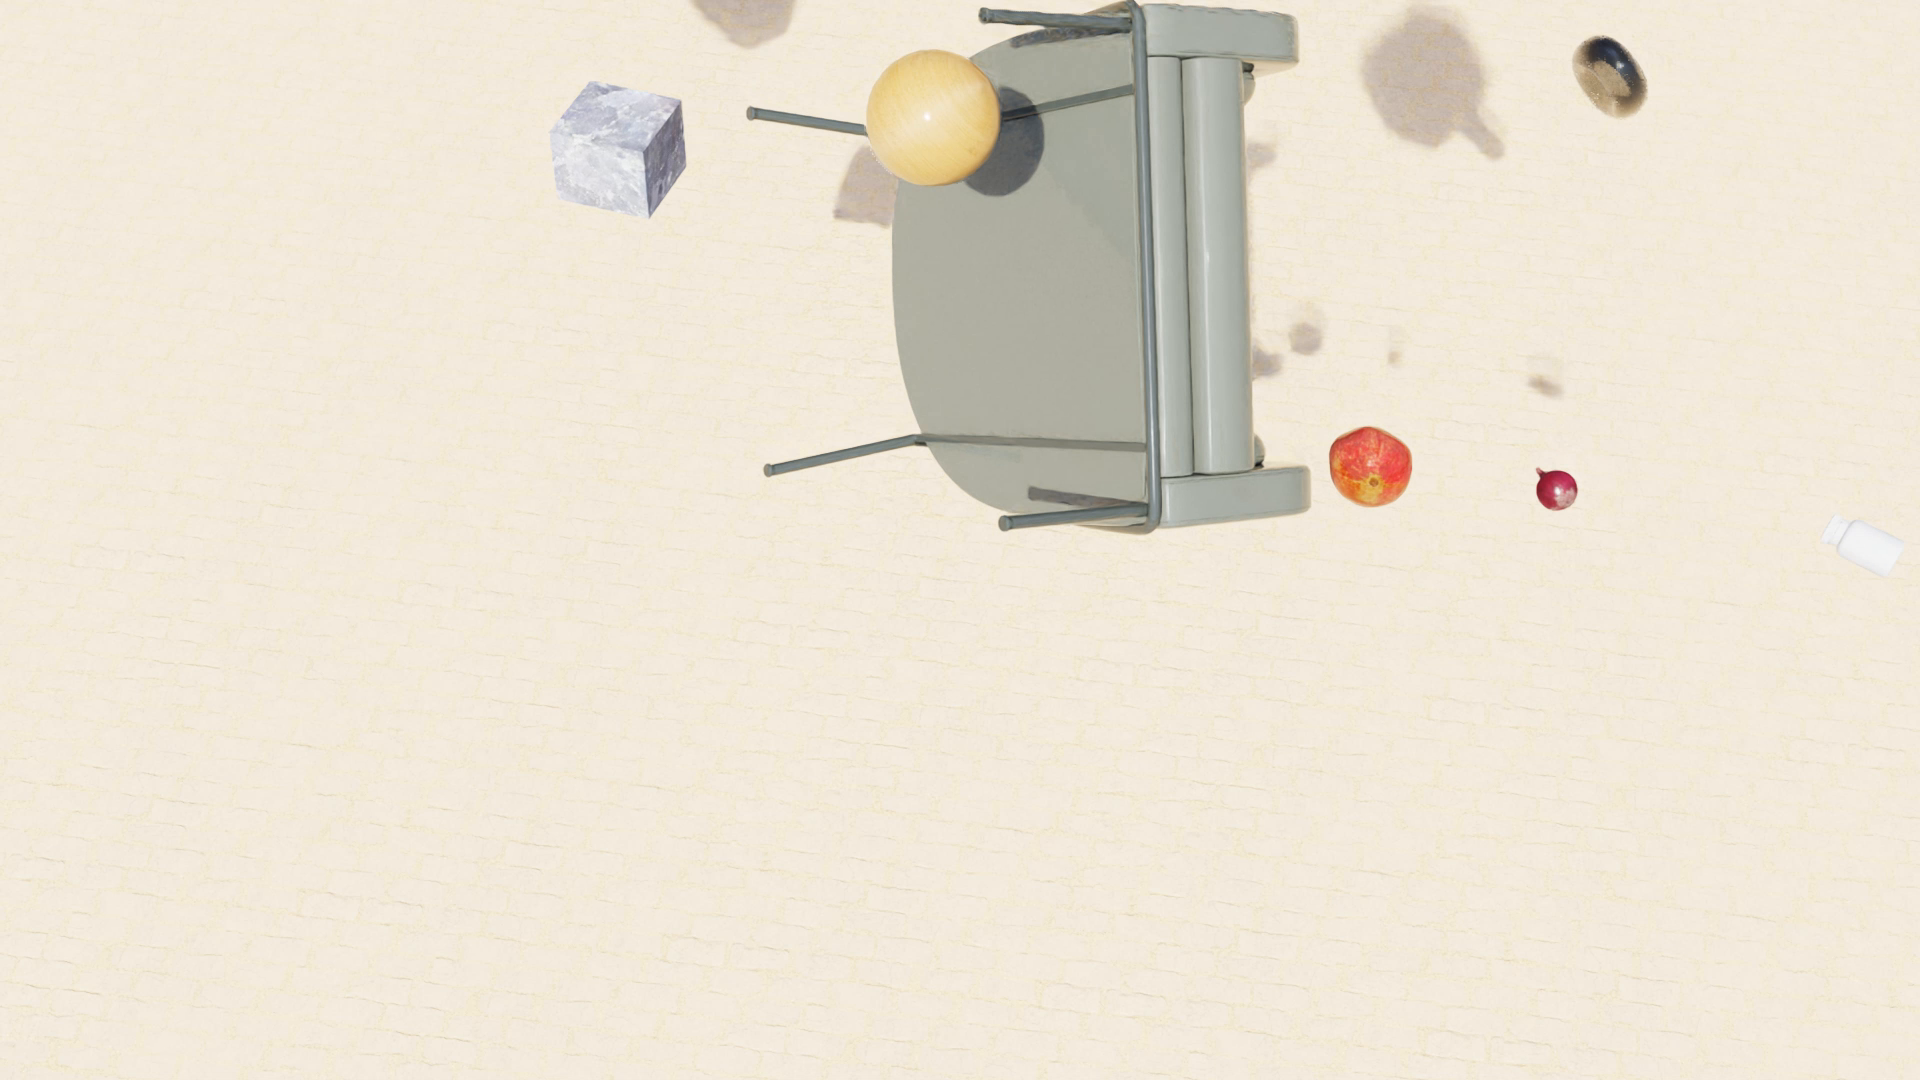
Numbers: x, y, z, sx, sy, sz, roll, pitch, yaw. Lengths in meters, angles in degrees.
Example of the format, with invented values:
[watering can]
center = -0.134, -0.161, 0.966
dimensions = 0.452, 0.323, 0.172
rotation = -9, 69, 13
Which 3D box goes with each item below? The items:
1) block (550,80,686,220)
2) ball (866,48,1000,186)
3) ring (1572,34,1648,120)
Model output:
[block]
center = -0.686, -0.787, 4.430
dimensions = 0.200, 0.162, 0.193
rotation = 14, 46, 12
[ball]
center = -0.034, -0.537, 2.800
dimensions = 0.172, 0.172, 0.172
rotation = 0, 56, 0
[ring]
center = 1.413, -1.006, 4.783
dimensions = 0.082, 0.345, 0.196
rotation = -39, 84, 9
